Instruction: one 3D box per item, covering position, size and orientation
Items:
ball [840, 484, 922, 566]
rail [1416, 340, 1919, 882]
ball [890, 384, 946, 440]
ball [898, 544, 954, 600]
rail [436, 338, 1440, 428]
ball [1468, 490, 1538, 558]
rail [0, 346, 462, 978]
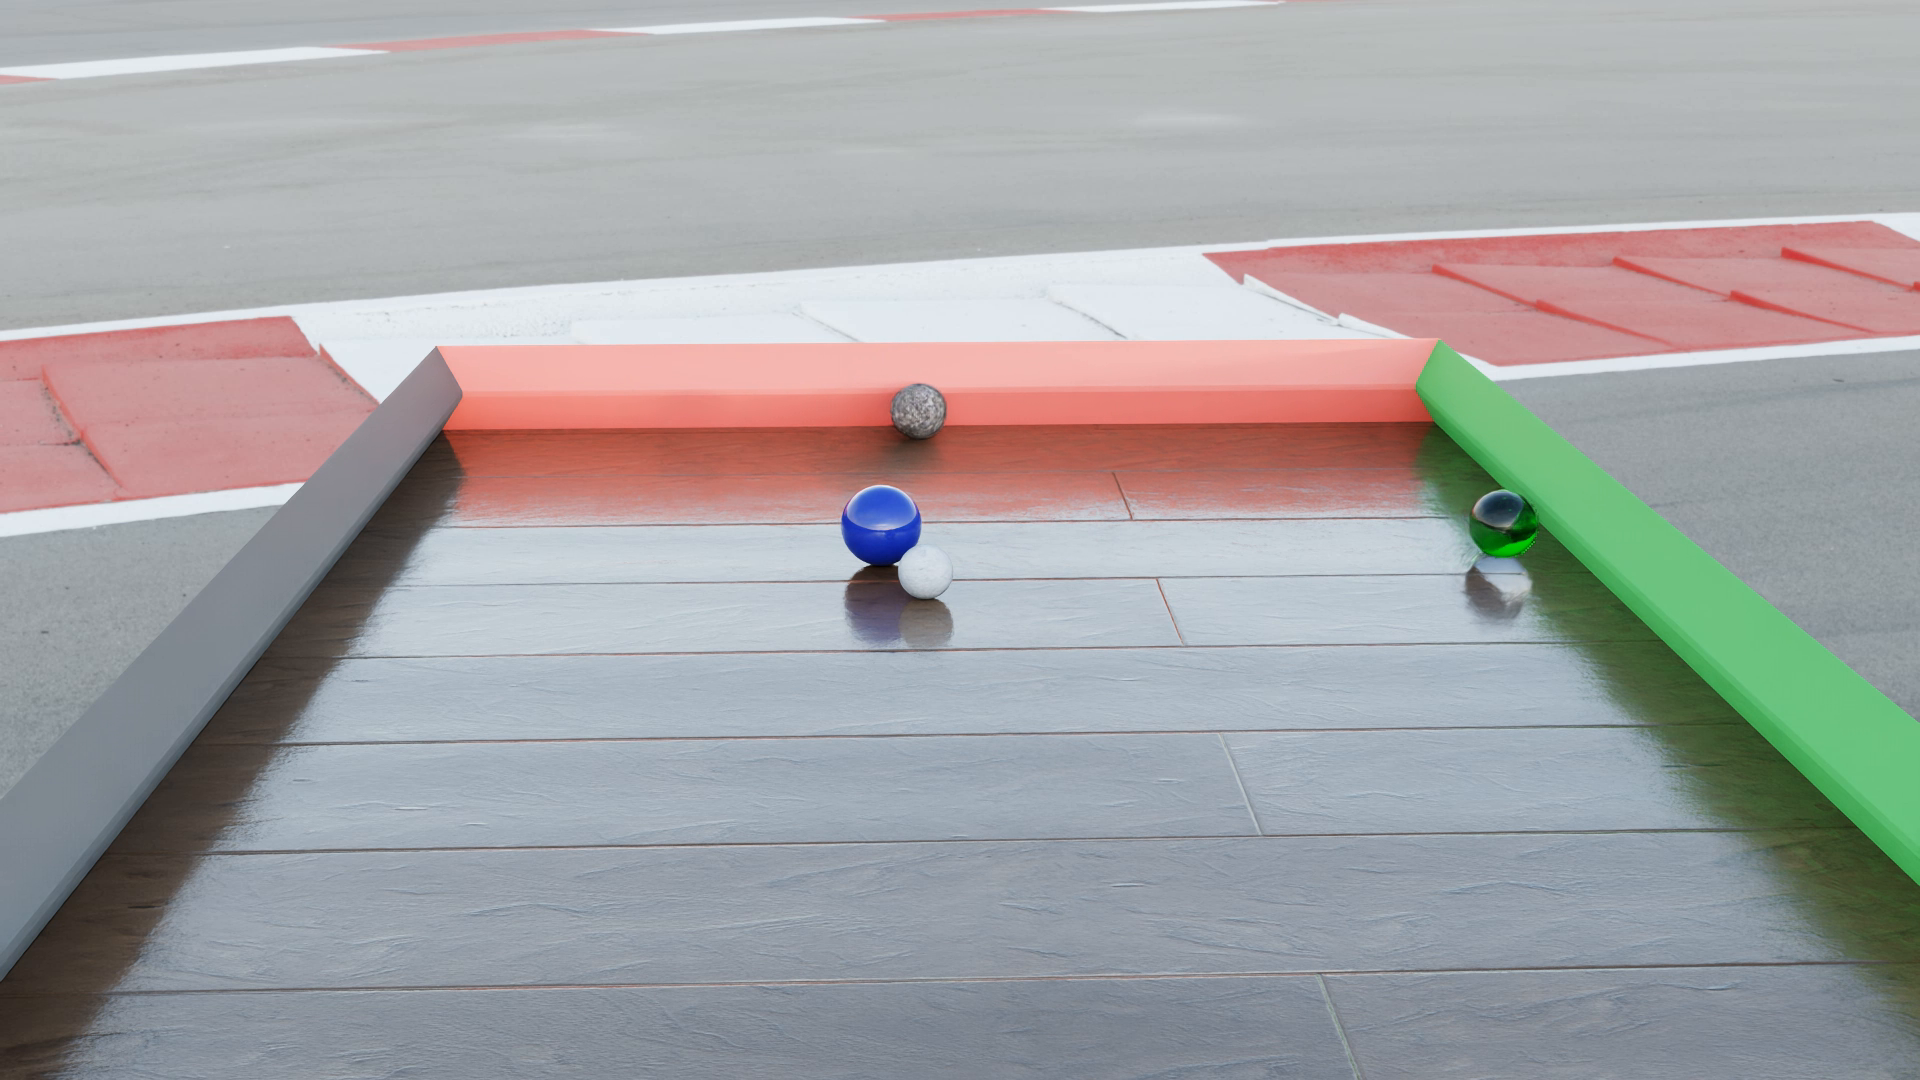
[{"bbox_3d":[-0.096,-0.018,2.672,0.099,0.099,0.099,0,17,0],"label":"ball"},{"bbox_3d":[0.768,0.185,1.932,0.045,0.128,3.039,-1,17,-2],"label":"rail"},{"bbox_3d":[-0.063,-0.193,3.288,0.083,0.083,0.083,0,17,0],"label":"ball"},{"bbox_3d":[-0.040,0.037,2.549,0.064,0.064,0.064,0,17,0],"label":"ball"},{"bbox_3d":[-0.027,-0.232,3.339,1.529,0.128,0.045,-1,17,-2],"label":"rail"},{"bbox_3d":[0.668,-0.020,2.707,0.083,0.083,0.083,0,17,0],"label":"ball"},{"bbox_3d":[-0.713,0.201,1.880,0.045,0.128,3.039,-1,17,-2],"label":"rail"}]
